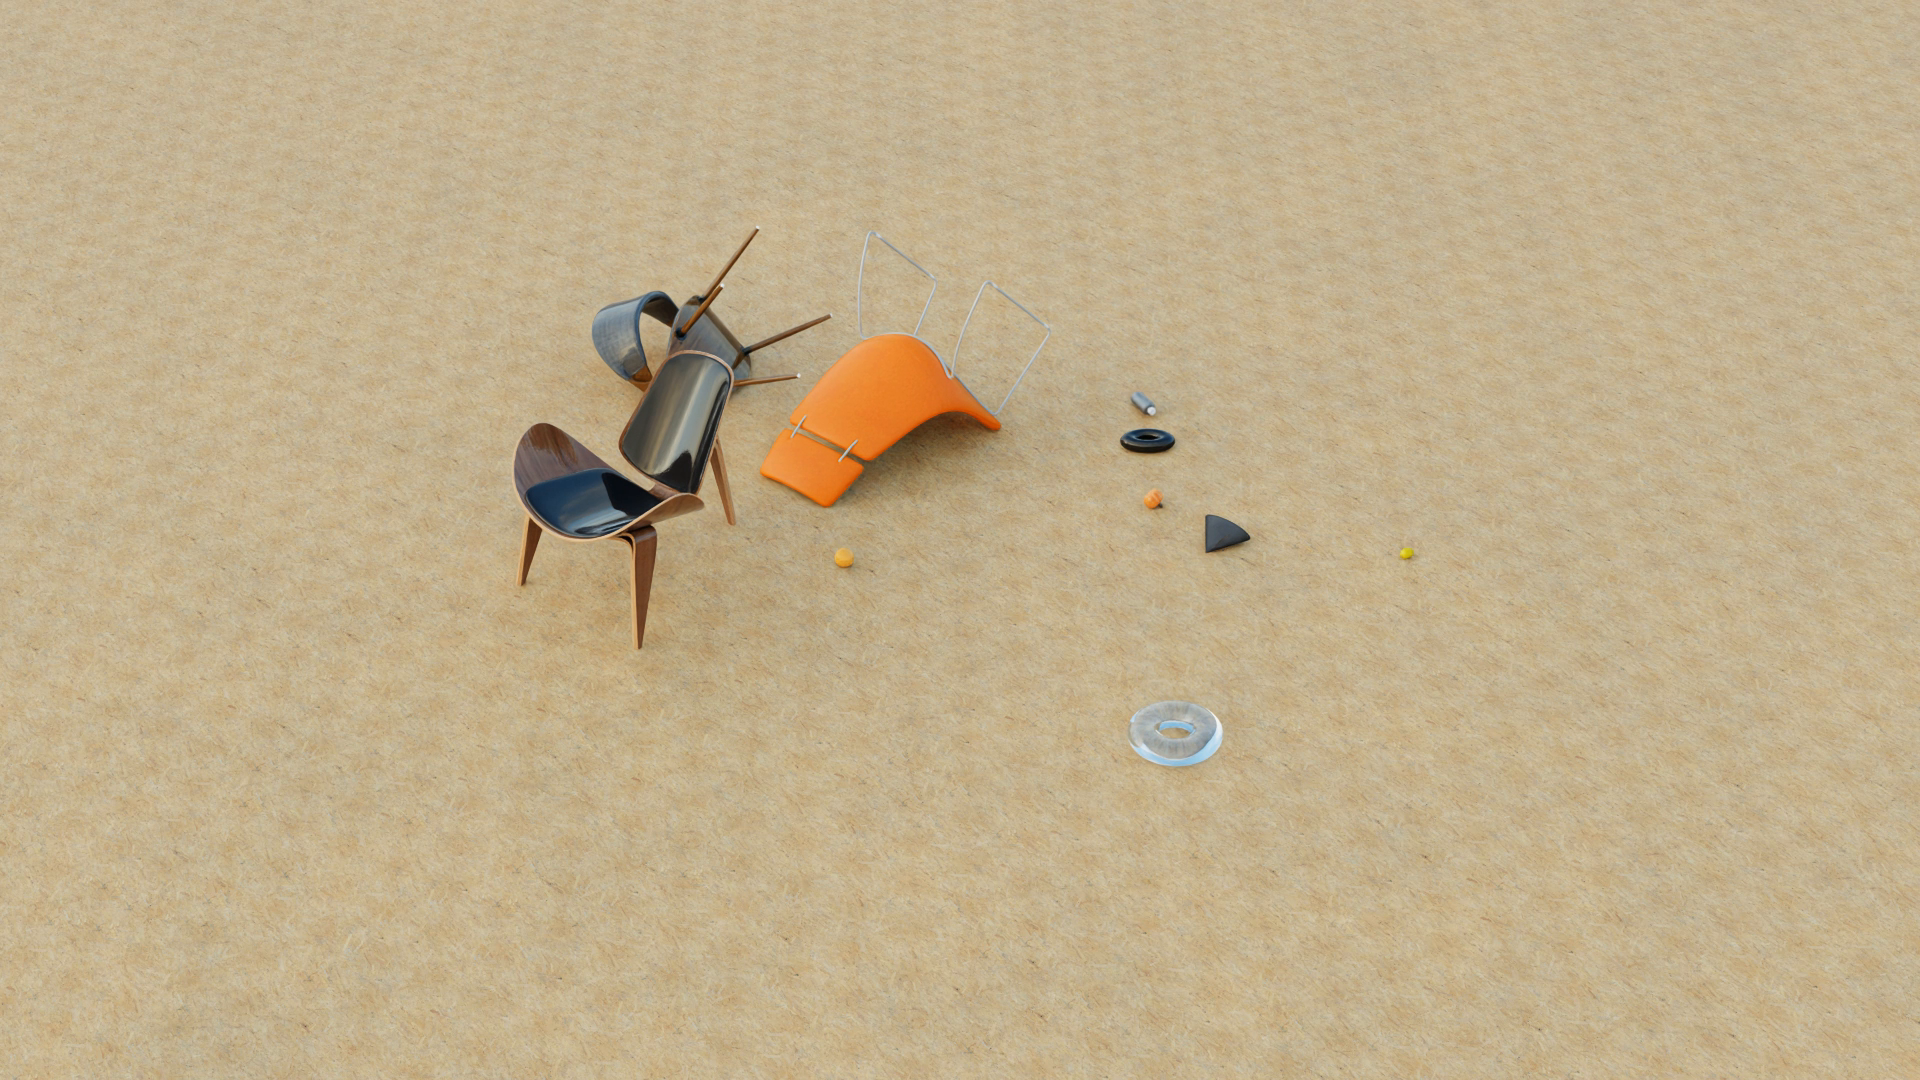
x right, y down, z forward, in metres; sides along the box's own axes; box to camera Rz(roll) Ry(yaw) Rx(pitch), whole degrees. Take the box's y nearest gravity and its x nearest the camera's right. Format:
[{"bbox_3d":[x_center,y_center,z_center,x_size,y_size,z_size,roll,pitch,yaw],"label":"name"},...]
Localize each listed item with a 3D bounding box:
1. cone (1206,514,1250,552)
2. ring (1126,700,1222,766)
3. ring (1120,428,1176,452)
[{"bbox_3d":[0.954,0.002,10.900,0.206,0.096,0.144,25,60,31],"label":"cone"},{"bbox_3d":[0.725,0.650,9.884,0.324,0.084,0.328,8,34,13],"label":"ring"},{"bbox_3d":[0.735,-0.388,11.483,0.217,0.056,0.125,0,35,2],"label":"ring"}]
